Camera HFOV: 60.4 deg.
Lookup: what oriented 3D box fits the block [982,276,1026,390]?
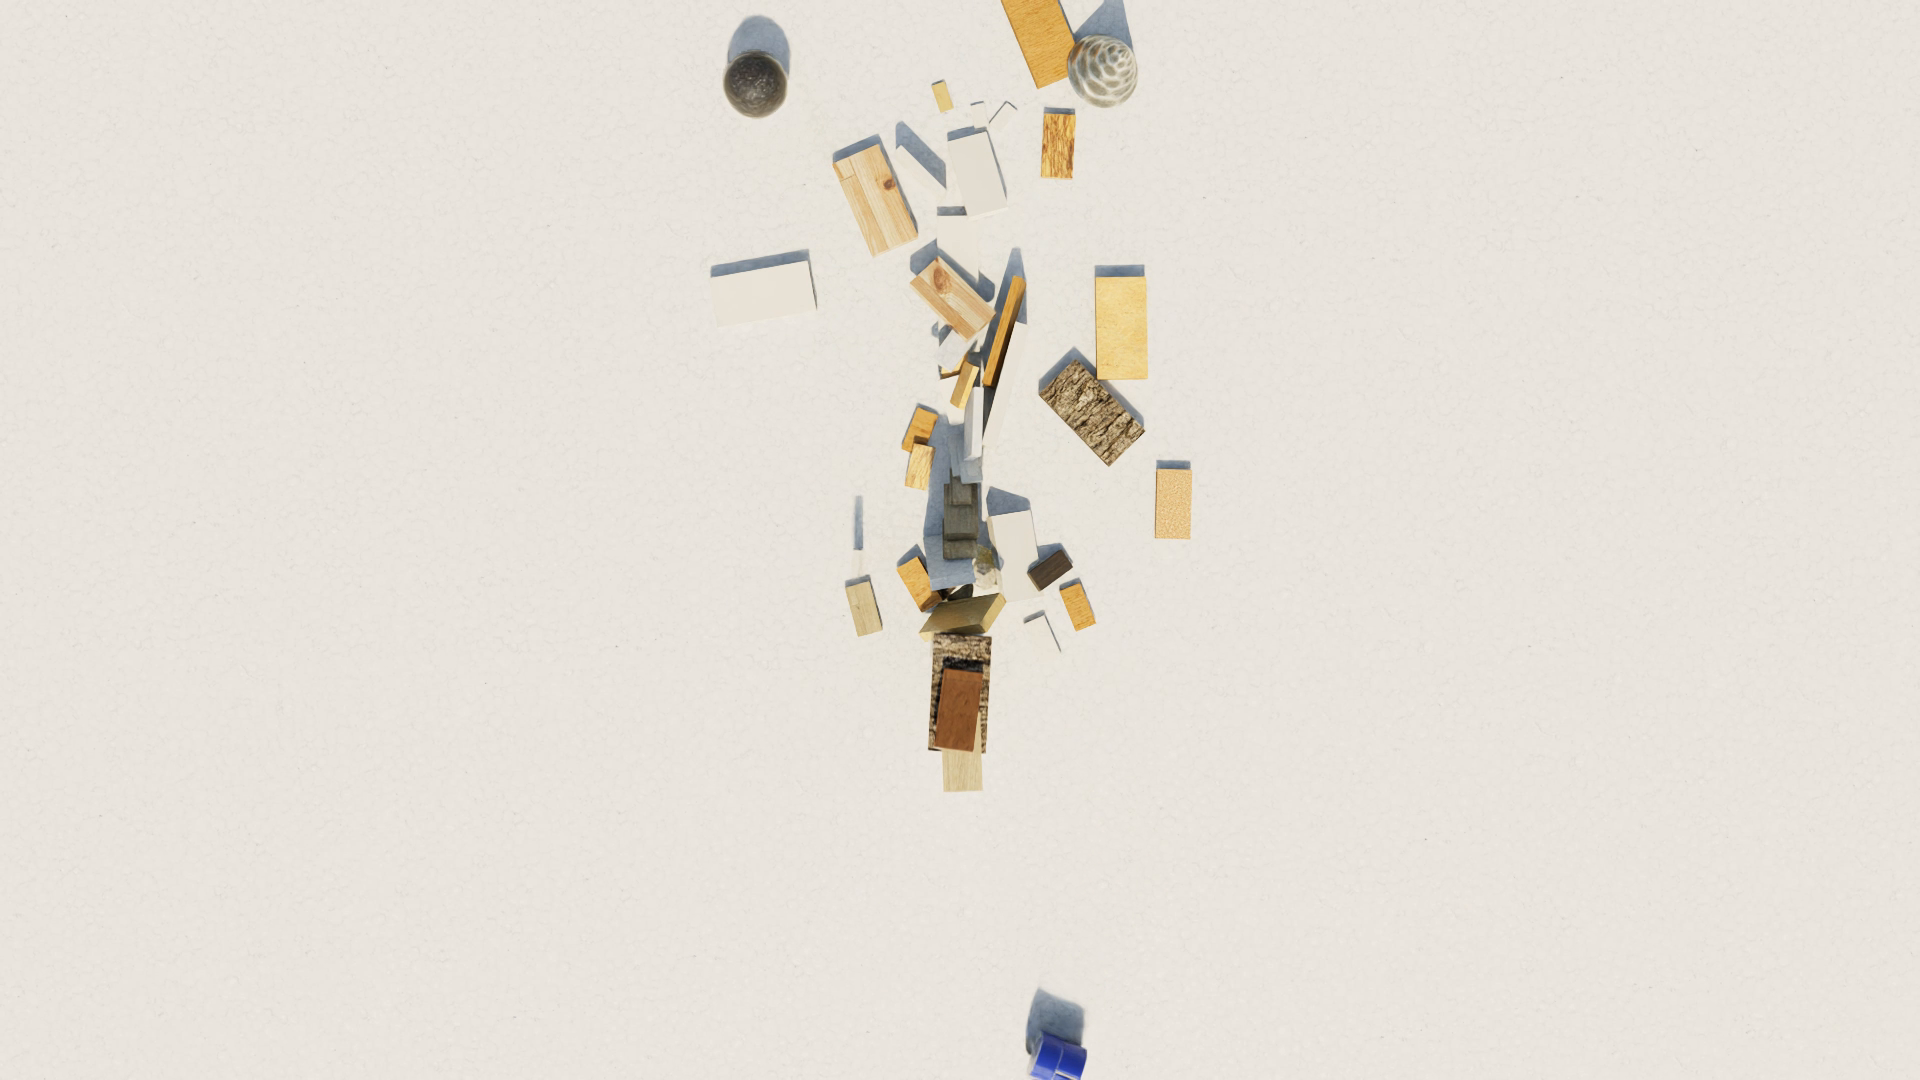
[{"bbox_3d":[0.147,-0.683,5.446,0.030,0.105,0.366,17,90,11],"label":"block"}]

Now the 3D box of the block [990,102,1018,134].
[{"bbox_3d":[0.144,-1.405,5.493,0.046,0.013,0.093,39,90,0],"label":"block"}]

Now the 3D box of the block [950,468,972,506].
[{"bbox_3d":[0.002,-0.177,5.447,0.072,0.020,0.143,-1,51,0],"label":"block"}]

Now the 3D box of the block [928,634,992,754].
[{"bbox_3d":[0.000,0.452,4.866,0.171,0.049,0.343,3,91,0],"label":"block"}]

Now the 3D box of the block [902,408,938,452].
[{"bbox_3d":[-0.134,-0.358,5.490,0.074,0.021,0.148,22,90,0],"label":"block"}]

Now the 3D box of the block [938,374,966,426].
[{"bbox_3d":[-0.014,-0.464,5.469,0.079,0.022,0.158,-15,104,0],"label":"block"}]

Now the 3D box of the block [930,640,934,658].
[{"bbox_3d":[-0.005,0.339,5.063,0.171,0.343,0.049,4,87,0],"label":"block"}]

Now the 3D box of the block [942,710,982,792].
[{"bbox_3d":[0.005,0.618,4.827,0.115,0.033,0.230,-2,91,0],"label":"block"}]

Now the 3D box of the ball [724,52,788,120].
[{"bbox_3d":[-0.668,-1.486,5.394,0.212,0.212,0.212,0,90,0],"label":"ball"}]

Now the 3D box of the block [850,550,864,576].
[{"bbox_3d":[-0.338,0.075,5.415,0.024,0.169,0.085,5,90,1],"label":"block"}]

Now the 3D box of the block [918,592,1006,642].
[{"bbox_3d":[0.007,0.252,5.347,0.041,0.289,0.144,53,51,-23],"label":"block"}]

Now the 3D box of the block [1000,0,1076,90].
[{"bbox_3d":[0.271,-1.687,5.476,0.166,0.047,0.332,-23,90,0],"label":"block"}]

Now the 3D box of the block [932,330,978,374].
[{"bbox_3d":[-0.015,-0.635,5.417,0.079,0.022,0.158,35,79,4],"label":"block"}]

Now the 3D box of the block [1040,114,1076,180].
[{"bbox_3d":[0.327,-1.307,5.485,0.105,0.030,0.210,3,90,0],"label":"block"}]

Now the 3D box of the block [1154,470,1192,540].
[{"bbox_3d":[0.710,-0.118,5.484,0.115,0.033,0.230,2,90,0],"label":"block"}]

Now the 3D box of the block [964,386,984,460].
[{"bbox_3d":[0.044,-0.379,5.391,0.031,0.111,0.222,4,82,-14],"label":"block"}]

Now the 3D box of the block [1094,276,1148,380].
[{"bbox_3d":[0.535,-0.701,5.476,0.167,0.047,0.335,-1,90,0],"label":"block"}]

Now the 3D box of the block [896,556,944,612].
[{"bbox_3d":[-0.132,0.148,5.478,0.085,0.024,0.169,-30,90,15],"label":"block"}]

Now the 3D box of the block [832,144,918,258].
[{"bbox_3d":[-0.281,-1.124,5.476,0.166,0.047,0.332,-24,90,0],"label":"block"}]

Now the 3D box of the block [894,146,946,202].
[{"bbox_3d":[-0.129,-1.207,5.448,0.210,0.105,0.030,45,90,0],"label":"block"}]

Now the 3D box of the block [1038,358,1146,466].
[{"bbox_3d":[0.438,-0.421,5.476,0.167,0.047,0.335,-44,90,0],"label":"block"}]

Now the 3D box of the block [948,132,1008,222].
[{"bbox_3d":[0.058,-1.204,5.461,0.135,0.038,0.269,-15,82,-2],"label":"block"}]

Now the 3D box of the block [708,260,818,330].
[{"bbox_3d":[-0.654,-0.813,5.476,0.332,0.047,0.166,-10,90,0],"label":"block"}]

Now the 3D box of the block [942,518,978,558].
[{"bbox_3d":[-0.001,-0.007,5.394,0.111,0.222,0.031,-1,118,0],"label":"block"}]

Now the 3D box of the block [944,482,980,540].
[{"bbox_3d":[0.004,-0.095,5.414,0.111,0.031,0.222,-1,48,0],"label":"block"}]

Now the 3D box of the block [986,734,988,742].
[{"bbox_3d":[-0.003,0.573,5.196,0.171,0.608,0.049,0,90,0],"label":"block"}]

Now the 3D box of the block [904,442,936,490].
[{"bbox_3d":[-0.132,-0.243,5.475,0.074,0.021,0.148,13,101,0],"label":"block"}]

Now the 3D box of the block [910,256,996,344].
[{"bbox_3d":[-0.024,-0.789,5.417,0.135,0.038,0.269,-44,84,-11],"label":"block"}]

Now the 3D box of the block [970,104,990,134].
[{"bbox_3d":[0.066,-1.404,5.493,0.046,0.013,0.093,-12,90,0],"label":"block"}]

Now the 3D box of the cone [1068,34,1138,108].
[{"bbox_3d":[0.506,-1.558,5.348,0.250,0.250,0.250,0,89,-14],"label":"cone"}]

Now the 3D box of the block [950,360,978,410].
[{"bbox_3d":[0.014,-0.507,5.410,0.021,0.074,0.148,14,103,-28],"label":"block"}]

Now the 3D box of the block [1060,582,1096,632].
[{"bbox_3d":[0.392,0.224,5.490,0.073,0.021,0.146,-22,90,0],"label":"block"}]

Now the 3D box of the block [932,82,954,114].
[{"bbox_3d":[-0.059,-1.474,5.493,0.046,0.013,0.093,-19,90,0],"label":"block"}]

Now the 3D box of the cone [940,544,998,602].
[{"bbox_3d":[0.031,0.128,5.383,0.235,0.235,0.235,0,90,0],"label":"cone"}]

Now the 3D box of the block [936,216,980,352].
[{"bbox_3d":[-0.006,-0.849,5.481,0.135,0.038,0.450,-1,90,0],"label":"block"}]

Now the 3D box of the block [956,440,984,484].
[{"bbox_3d":[0.031,-0.258,5.443,0.072,0.020,0.143,-7,75,-4],"label":"block"}]

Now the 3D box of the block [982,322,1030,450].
[{"bbox_3d":[0.148,-0.501,5.416,0.047,0.167,0.411,15,90,0],"label":"block"}]

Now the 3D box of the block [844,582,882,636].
[{"bbox_3d":[-0.320,0.230,5.488,0.085,0.024,0.169,-15,90,0],"label":"block"}]

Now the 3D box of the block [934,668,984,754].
[{"bbox_3d":[-0.004,0.496,4.795,0.115,0.033,0.230,7,76,2],"label":"block"}]

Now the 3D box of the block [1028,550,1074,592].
[{"bbox_3d":[0.298,0.101,5.461,0.146,0.021,0.073,-35,93,-22],"label":"block"}]

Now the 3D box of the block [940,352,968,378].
[{"bbox_3d":[-0.019,-0.576,5.465,0.079,0.022,0.158,6,107,-2],"label":"block"}]

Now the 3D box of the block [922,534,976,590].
[{"bbox_3d":[-0.036,0.064,5.363,0.144,0.289,0.041,-11,118,0],"label":"block"}]

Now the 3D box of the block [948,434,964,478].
[{"bbox_3d":[0.004,-0.281,5.469,0.072,0.020,0.143,-6,75,-4],"label":"block"}]

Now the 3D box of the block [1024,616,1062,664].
[{"bbox_3d":[0.275,0.332,5.490,0.073,0.021,0.146,-24,90,0],"label":"block"}]

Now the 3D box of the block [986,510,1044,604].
[{"bbox_3d":[0.183,0.056,5.451,0.144,0.041,0.289,-9,90,-25],"label":"block"}]

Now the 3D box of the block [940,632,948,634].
[{"bbox_3d":[-0.020,0.416,5.250,0.116,0.033,0.232,7,89,0],"label":"block"}]
